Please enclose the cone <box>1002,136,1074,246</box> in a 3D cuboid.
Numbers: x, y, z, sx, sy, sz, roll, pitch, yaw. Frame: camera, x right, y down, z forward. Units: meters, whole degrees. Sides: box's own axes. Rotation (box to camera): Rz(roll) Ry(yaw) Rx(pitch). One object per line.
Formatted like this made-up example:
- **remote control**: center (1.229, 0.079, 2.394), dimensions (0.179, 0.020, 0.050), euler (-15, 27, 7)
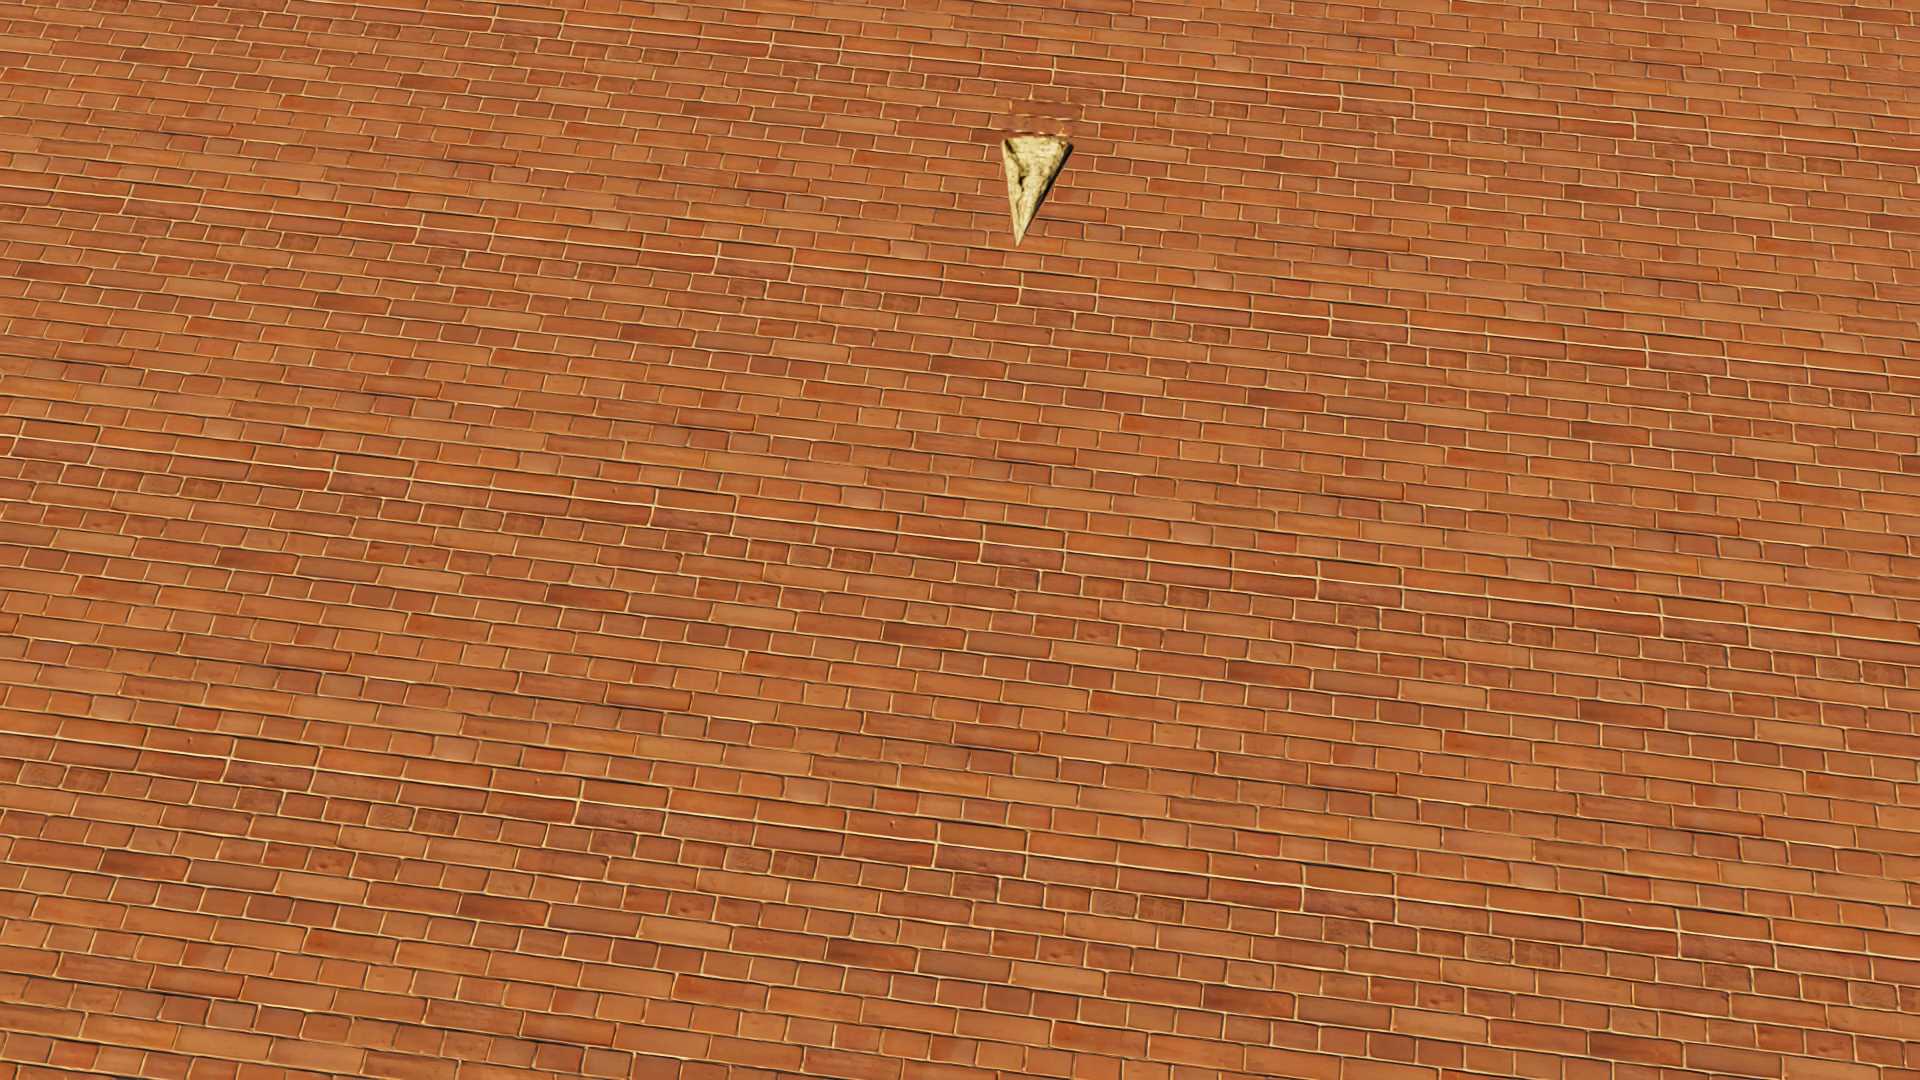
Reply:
- **cone**: center (0.105, -0.538, 3.439), dimensions (0.088, 0.167, 0.163), euler (11, 90, -30)
